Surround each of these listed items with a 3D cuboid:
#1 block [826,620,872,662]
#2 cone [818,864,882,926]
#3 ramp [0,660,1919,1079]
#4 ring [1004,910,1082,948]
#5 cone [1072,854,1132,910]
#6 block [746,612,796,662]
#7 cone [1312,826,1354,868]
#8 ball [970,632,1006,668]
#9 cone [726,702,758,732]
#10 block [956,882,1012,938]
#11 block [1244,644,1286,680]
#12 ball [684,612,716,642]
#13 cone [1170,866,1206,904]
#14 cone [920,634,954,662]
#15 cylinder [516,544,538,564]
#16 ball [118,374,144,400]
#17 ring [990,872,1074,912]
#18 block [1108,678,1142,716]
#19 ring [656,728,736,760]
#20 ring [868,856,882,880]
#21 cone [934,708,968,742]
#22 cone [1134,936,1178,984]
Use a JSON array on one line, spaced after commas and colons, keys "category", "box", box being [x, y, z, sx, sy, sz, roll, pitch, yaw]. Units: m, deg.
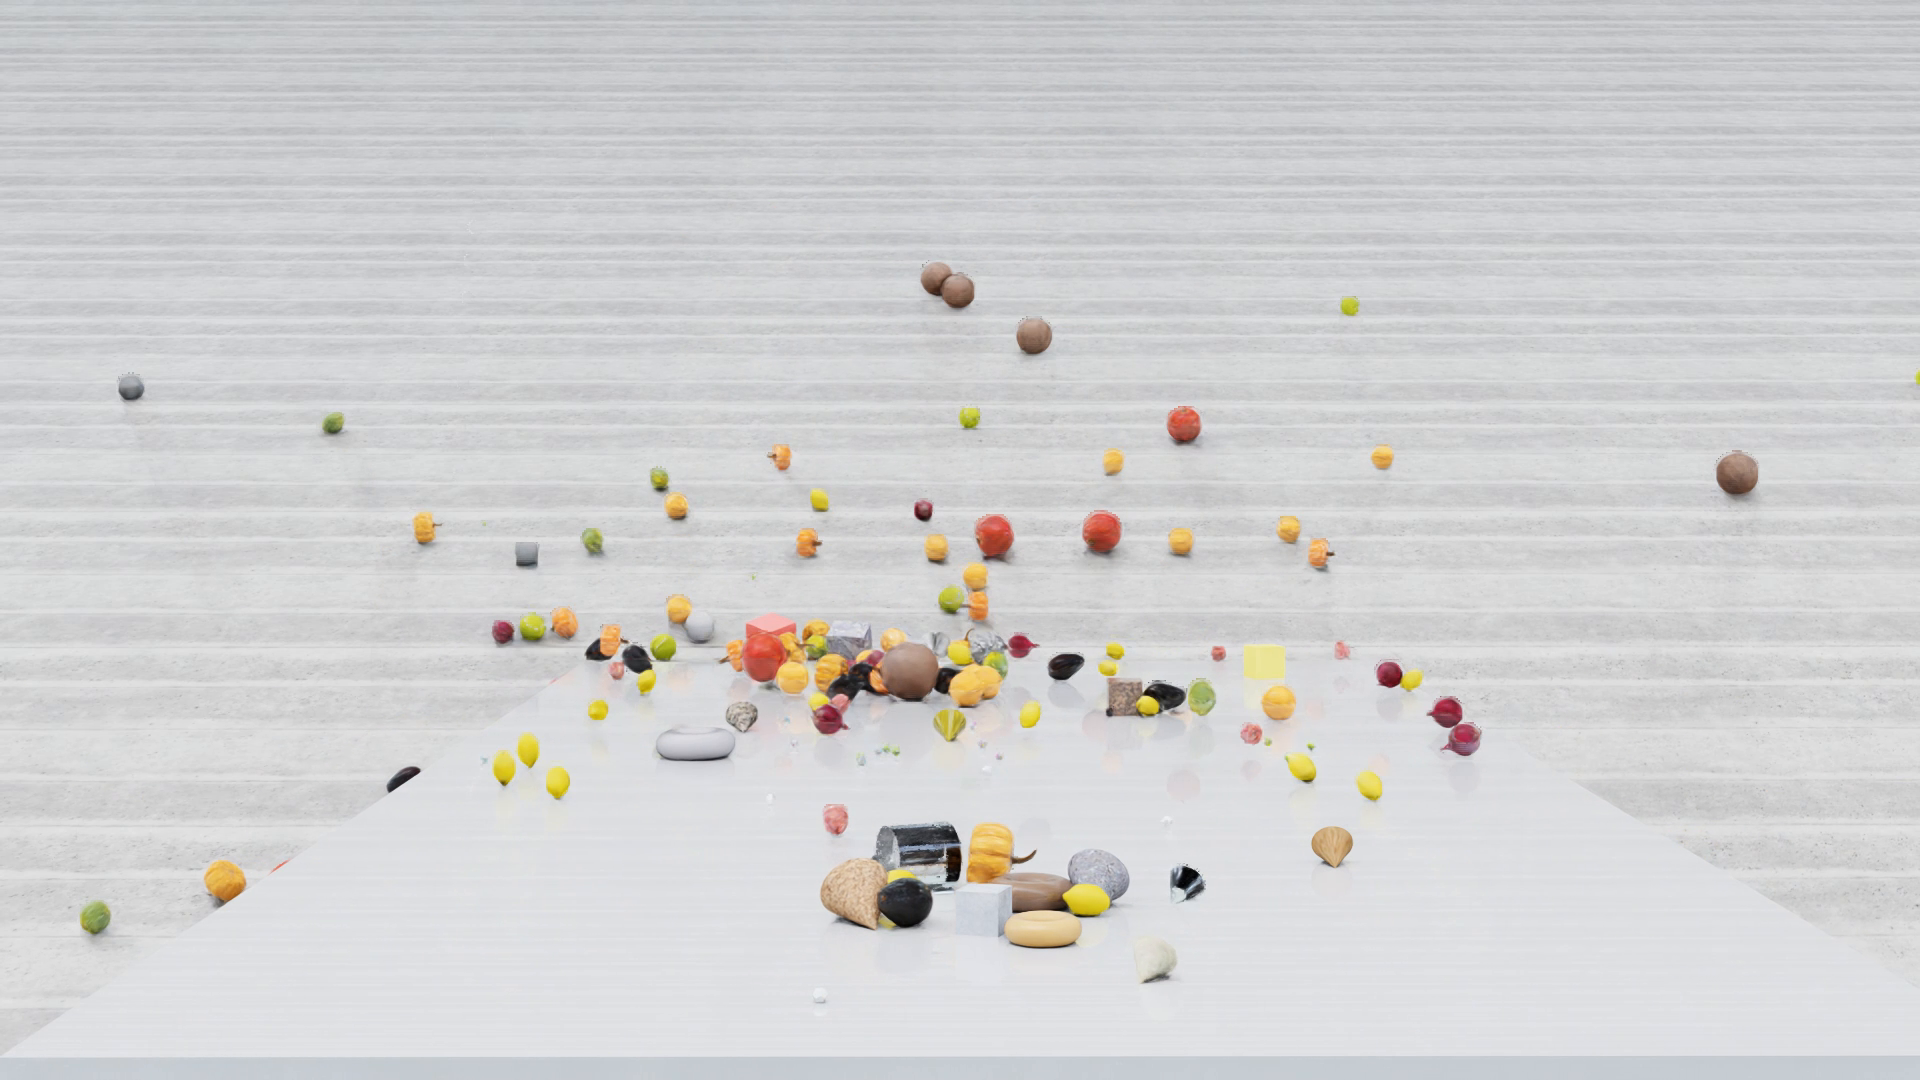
[{"category": "block", "box": [-0.290, 0.277, 6.726, 0.098, 0.098, 0.098, 4, 22, 9]}, {"category": "cone", "box": [-0.117, 0.456, 3.180, 0.089, 0.089, 0.089, -11, 16, -25]}, {"category": "ramp", "box": [0.051, 0.458, 4.533, 2.000, 0.100, 4.000, 0, 3, 0]}, {"category": "ring", "box": [0.099, 0.466, 3.079, 0.094, 0.031, 0.094, -1, 4, 0]}, {"category": "cone", "box": [0.166, 0.452, 3.281, 0.083, 0.083, 0.083, 10, 15, 24]}, {"category": "block", "box": [-0.497, 0.260, 6.775, 0.094, 0.094, 0.094, 20, 29, 40]}, {"category": "cone", "box": [0.523, 0.442, 3.596, 0.059, 0.059, 0.059, 1, 29, 3]}, {"category": "ball", "box": [0.068, 0.271, 6.367, 0.090, 0.090, 0.090, 0, 22, 0]}, {"category": "cone", "box": [-0.431, 0.365, 5.101, 0.065, 0.065, 0.065, -3, 30, -7]}, {"category": "block", "box": [0.029, 0.451, 3.135, 0.054, 0.054, 0.054, 1, 3, 19]}, {"category": "block", "box": [0.726, 0.290, 6.130, 0.075, 0.075, 0.075, -1, 3, -16]}, {"category": "ball", "box": [-0.694, 0.232, 6.864, 0.080, 0.080, 0.080, 0, 22, 0]}, {"category": "cone", "box": [0.284, 0.457, 3.329, 0.050, 0.050, 0.050, 11, 35, 26]}, {"category": "cone", "box": [-0.062, 0.289, 6.532, 0.087, 0.087, 0.087, 3, 7, 7]}, {"category": "cylinder", "box": [-1.241, 0.040, 7.369, 0.059, 0.059, 0.059, -2, 22, -6]}, {"category": "ball", "box": [-2.813, -0.517, 8.725, 0.086, 0.086, 0.086, 0, 22, 0]}, {"category": "ring", "box": [0.091, 0.451, 3.297, 0.113, 0.038, 0.113, 1, 2, 0]}, {"category": "block", "box": [0.346, 0.329, 5.395, 0.071, 0.071, 0.071, 0, 3, 1]}, {"category": "ring", "box": [-0.486, 0.375, 4.731, 0.146, 0.049, 0.146, -1, 3, 0]}, {"category": "ring", "box": [-0.078, 0.444, 3.495, 0.098, 0.033, 0.098, 0, 4, 0]}, {"category": "cone", "box": [-0.021, 0.372, 4.960, 0.066, 0.066, 0.066, 1, 34, 3]}, {"category": "cone", "box": [0.209, 0.479, 2.871, 0.053, 0.053, 0.053, 10, 33, 23]}]
